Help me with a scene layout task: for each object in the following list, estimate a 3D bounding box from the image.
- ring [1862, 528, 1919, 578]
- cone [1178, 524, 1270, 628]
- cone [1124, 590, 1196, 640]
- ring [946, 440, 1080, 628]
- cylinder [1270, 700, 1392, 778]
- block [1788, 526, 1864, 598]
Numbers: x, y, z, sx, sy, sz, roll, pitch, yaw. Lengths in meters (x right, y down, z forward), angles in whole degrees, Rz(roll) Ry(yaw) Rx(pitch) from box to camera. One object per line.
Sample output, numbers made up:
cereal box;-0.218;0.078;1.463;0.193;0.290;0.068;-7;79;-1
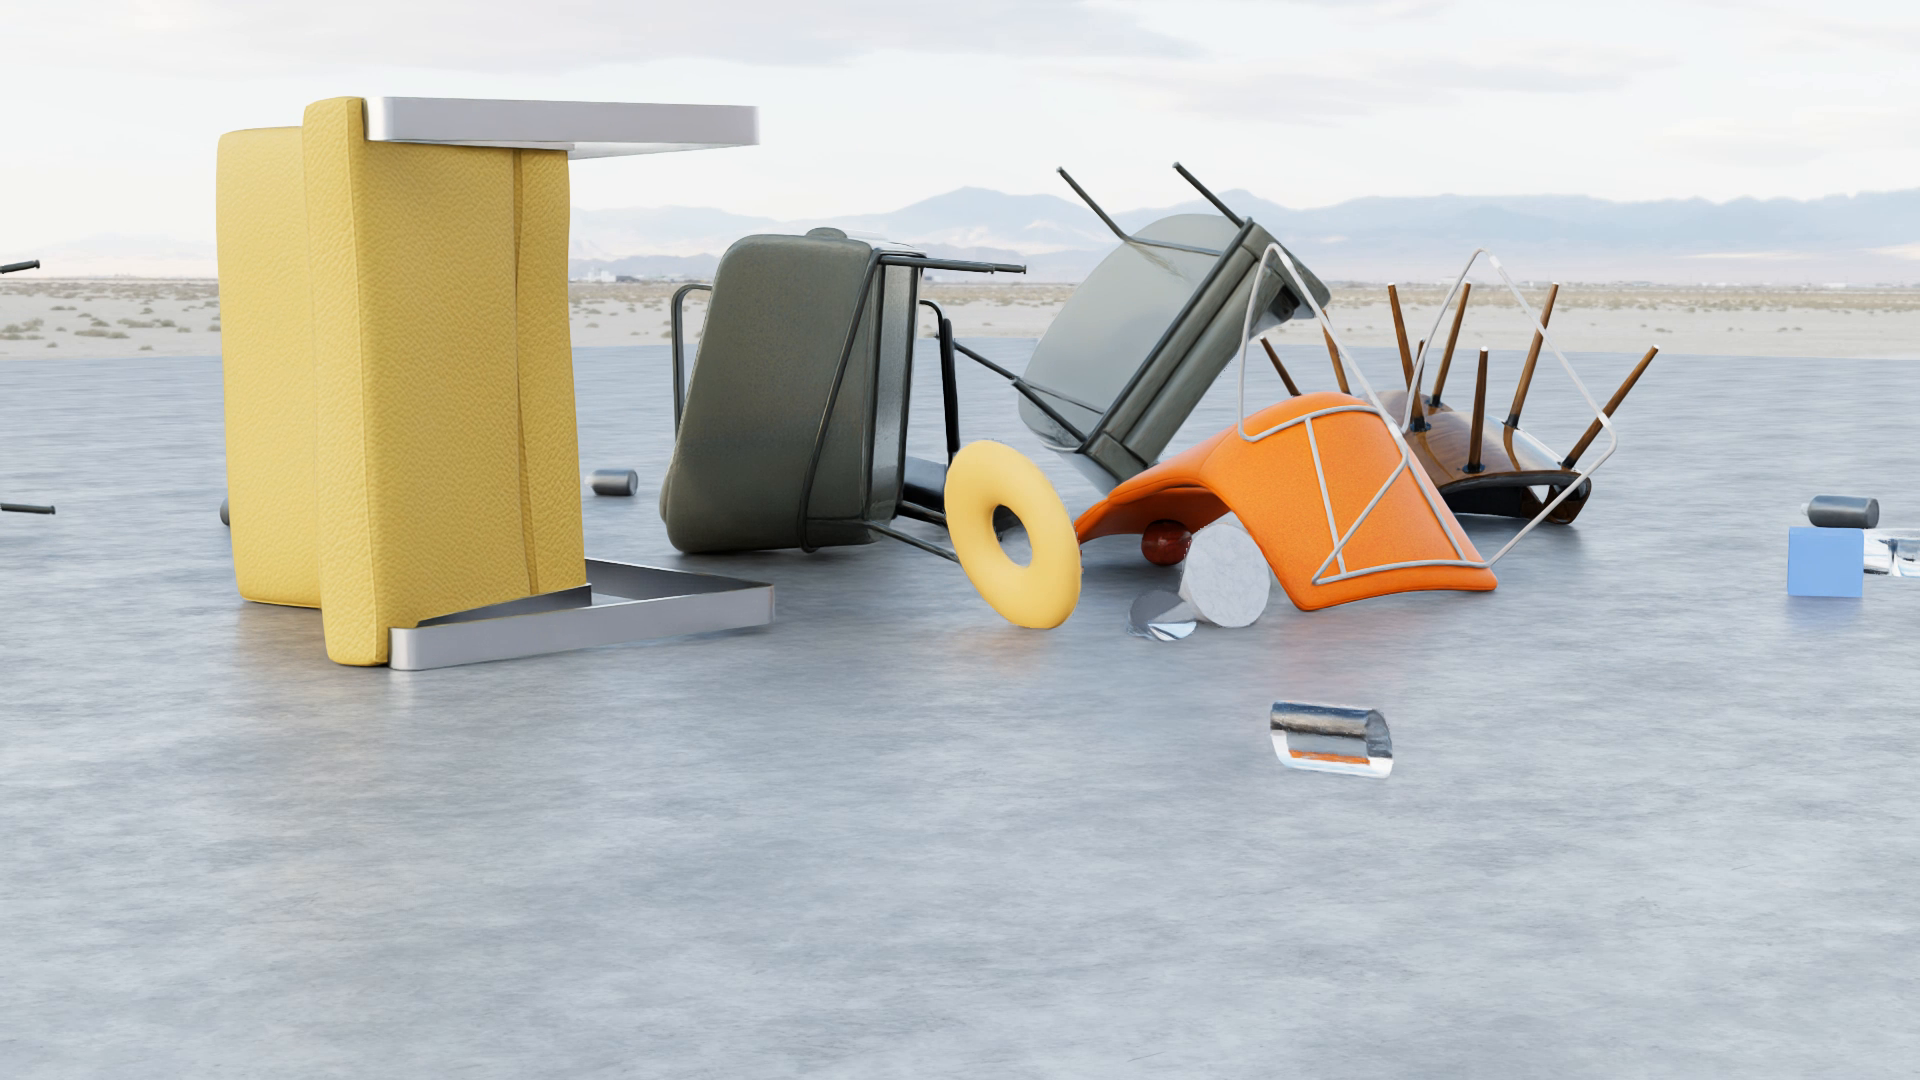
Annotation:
ring;2.151;0.030;5.694;0.422;0.088;0.280;2;7;16
cone;0.463;0.106;4.931;0.183;0.217;0.200;26;-33;-16
cone;0.337;0.155;4.695;0.168;0.094;0.105;2;-21;-42
ring;0.097;-0.008;4.787;0.282;0.380;0.064;-20;5;44
cylinder;0.490;0.262;3.381;0.133;0.122;0.069;4;51;31
block;1.808;0.045;5.362;0.146;0.126;0.168;2;6;17
